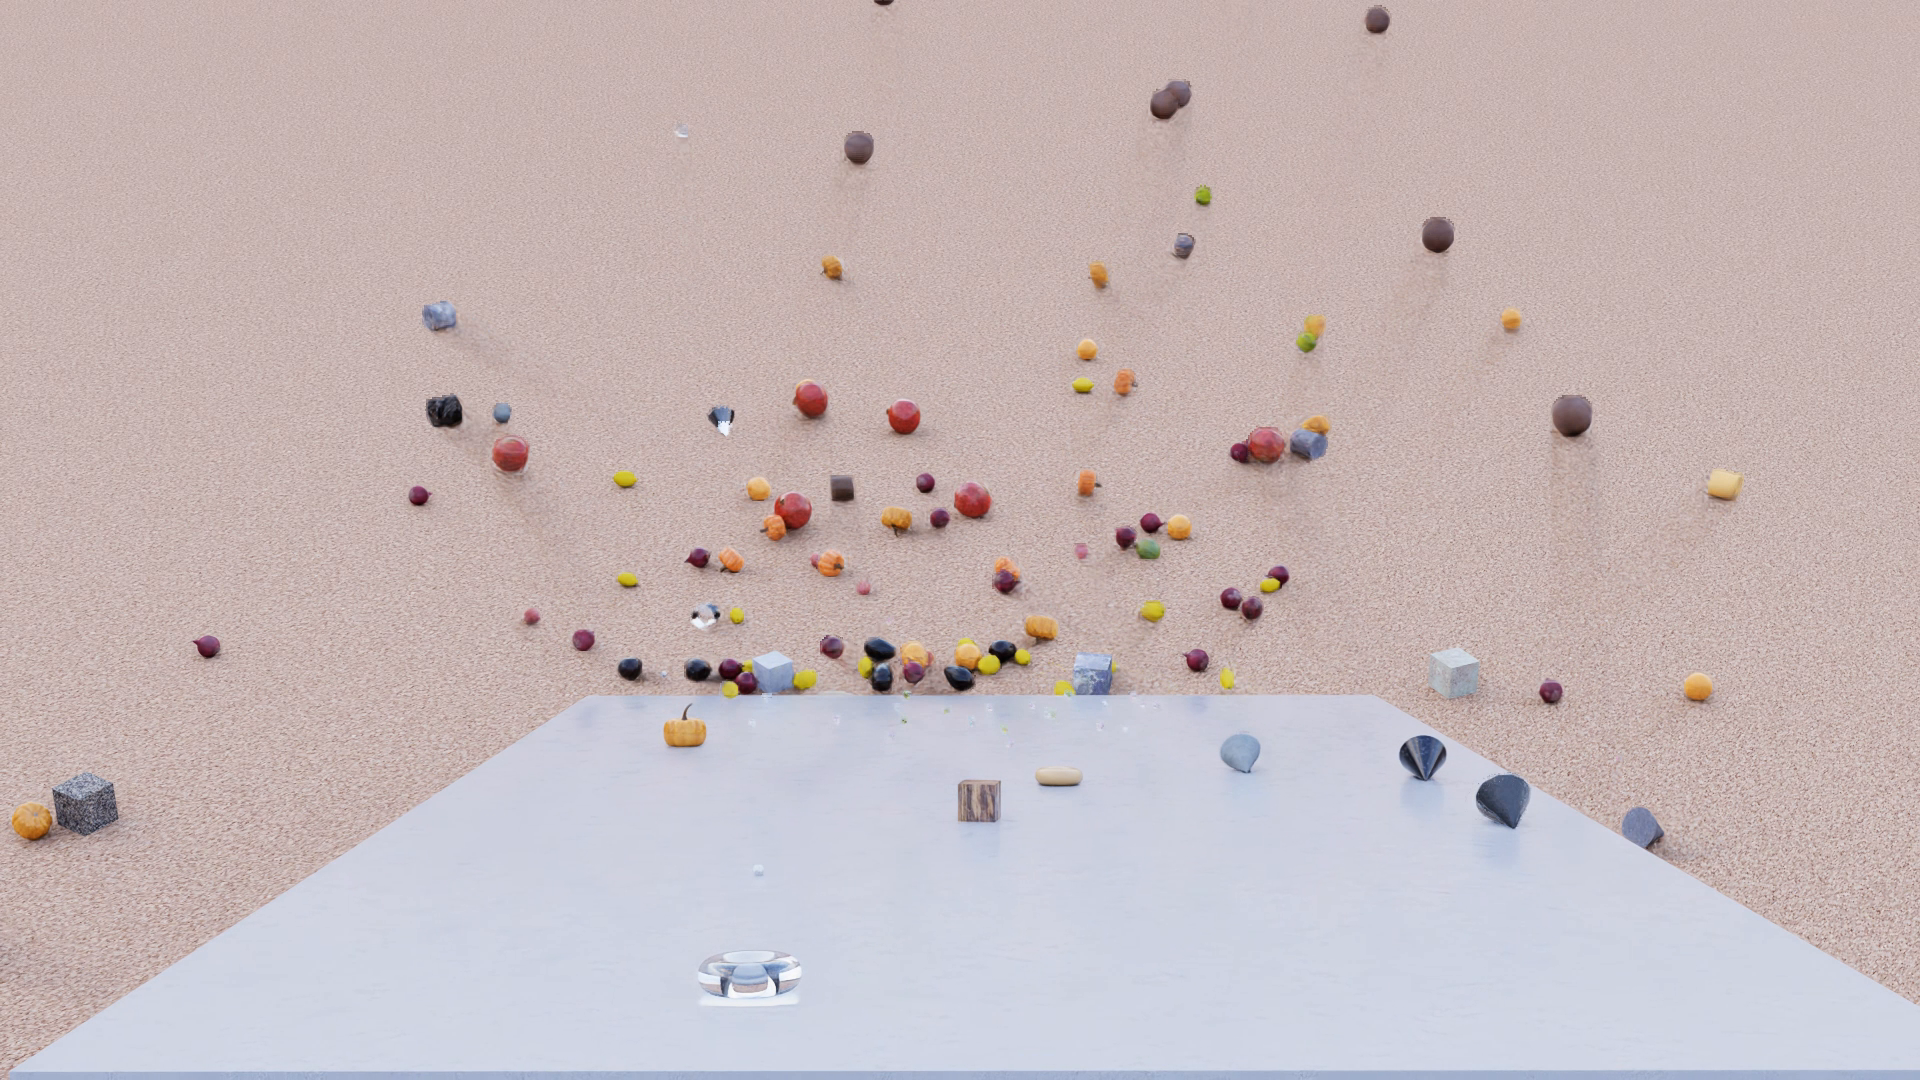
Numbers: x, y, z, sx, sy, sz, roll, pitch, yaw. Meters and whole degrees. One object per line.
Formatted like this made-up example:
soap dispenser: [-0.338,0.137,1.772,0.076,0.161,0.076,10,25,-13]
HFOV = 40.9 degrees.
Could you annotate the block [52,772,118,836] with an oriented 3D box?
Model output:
block: [-2.084,0.629,6.141,0.099,0.099,0.099,16,29,31]

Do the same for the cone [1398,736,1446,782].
cone: [0.873,0.429,4.848,0.090,0.090,0.090,2,29,5]

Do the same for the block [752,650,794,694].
block: [-0.492,0.349,6.778,0.076,0.076,0.076,-18,30,-34]

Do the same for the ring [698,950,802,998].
ring: [-0.239,0.493,2.930,0.119,0.040,0.119,-1,1,0]

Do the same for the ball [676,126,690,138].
ball: [-1.244,-1.833,11.561,0.056,0.056,0.056,0,25,0]

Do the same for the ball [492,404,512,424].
ball: [-1.504,-0.414,8.462,0.060,0.060,0.060,0,25,0]

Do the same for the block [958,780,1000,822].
block: [0.033,0.436,4.313,0.062,0.062,0.062,0,2,10]

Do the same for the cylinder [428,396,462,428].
cylinder: [-1.688,-0.421,8.445,0.087,0.087,0.087,-15,29,-30]

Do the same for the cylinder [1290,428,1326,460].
cylinder: [1.106,-0.305,8.200,0.081,0.081,0.081,-21,32,-39]

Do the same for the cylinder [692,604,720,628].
cylinder: [-0.702,0.209,7.109,0.055,0.055,0.055,17,29,32]

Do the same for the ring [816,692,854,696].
ring: [-0.326,0.436,6.623,0.148,0.049,0.148,-1,25,0]

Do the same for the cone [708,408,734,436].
cone: [-0.768,-0.369,8.389,0.088,0.088,0.088,-7,52,-14]

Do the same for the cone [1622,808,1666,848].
cone: [1.632,0.688,6.077,0.099,0.099,0.099,16,13,-35]

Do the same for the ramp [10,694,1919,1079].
ramp: [0.056,0.510,4.552,2.000,0.100,4.000,0,2,0]

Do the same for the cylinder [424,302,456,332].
cylinder: [-1.871,-0.802,9.277,0.087,0.087,0.087,-18,30,-33]

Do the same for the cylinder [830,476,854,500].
cylinder: [-0.362,-0.159,7.898,0.067,0.067,0.067,-9,25,-5]

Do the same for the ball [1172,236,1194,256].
ball: [0.870,-1.144,10.028,0.082,0.082,0.082,0,25,0]

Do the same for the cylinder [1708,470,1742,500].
cylinder: [2.344,-0.168,7.902,0.078,0.078,0.078,15,29,30]

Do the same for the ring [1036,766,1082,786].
ring: [0.184,0.438,4.778,0.089,0.030,0.089,1,1,0]

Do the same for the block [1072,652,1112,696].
block: [0.347,0.356,6.747,0.089,0.089,0.089,5,25,10]

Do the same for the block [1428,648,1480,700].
block: [1.295,0.349,6.761,0.091,0.091,0.091,-12,27,-24]

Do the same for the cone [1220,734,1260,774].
cone: [0.547,0.428,4.967,0.079,0.079,0.079,-2,29,-3]
